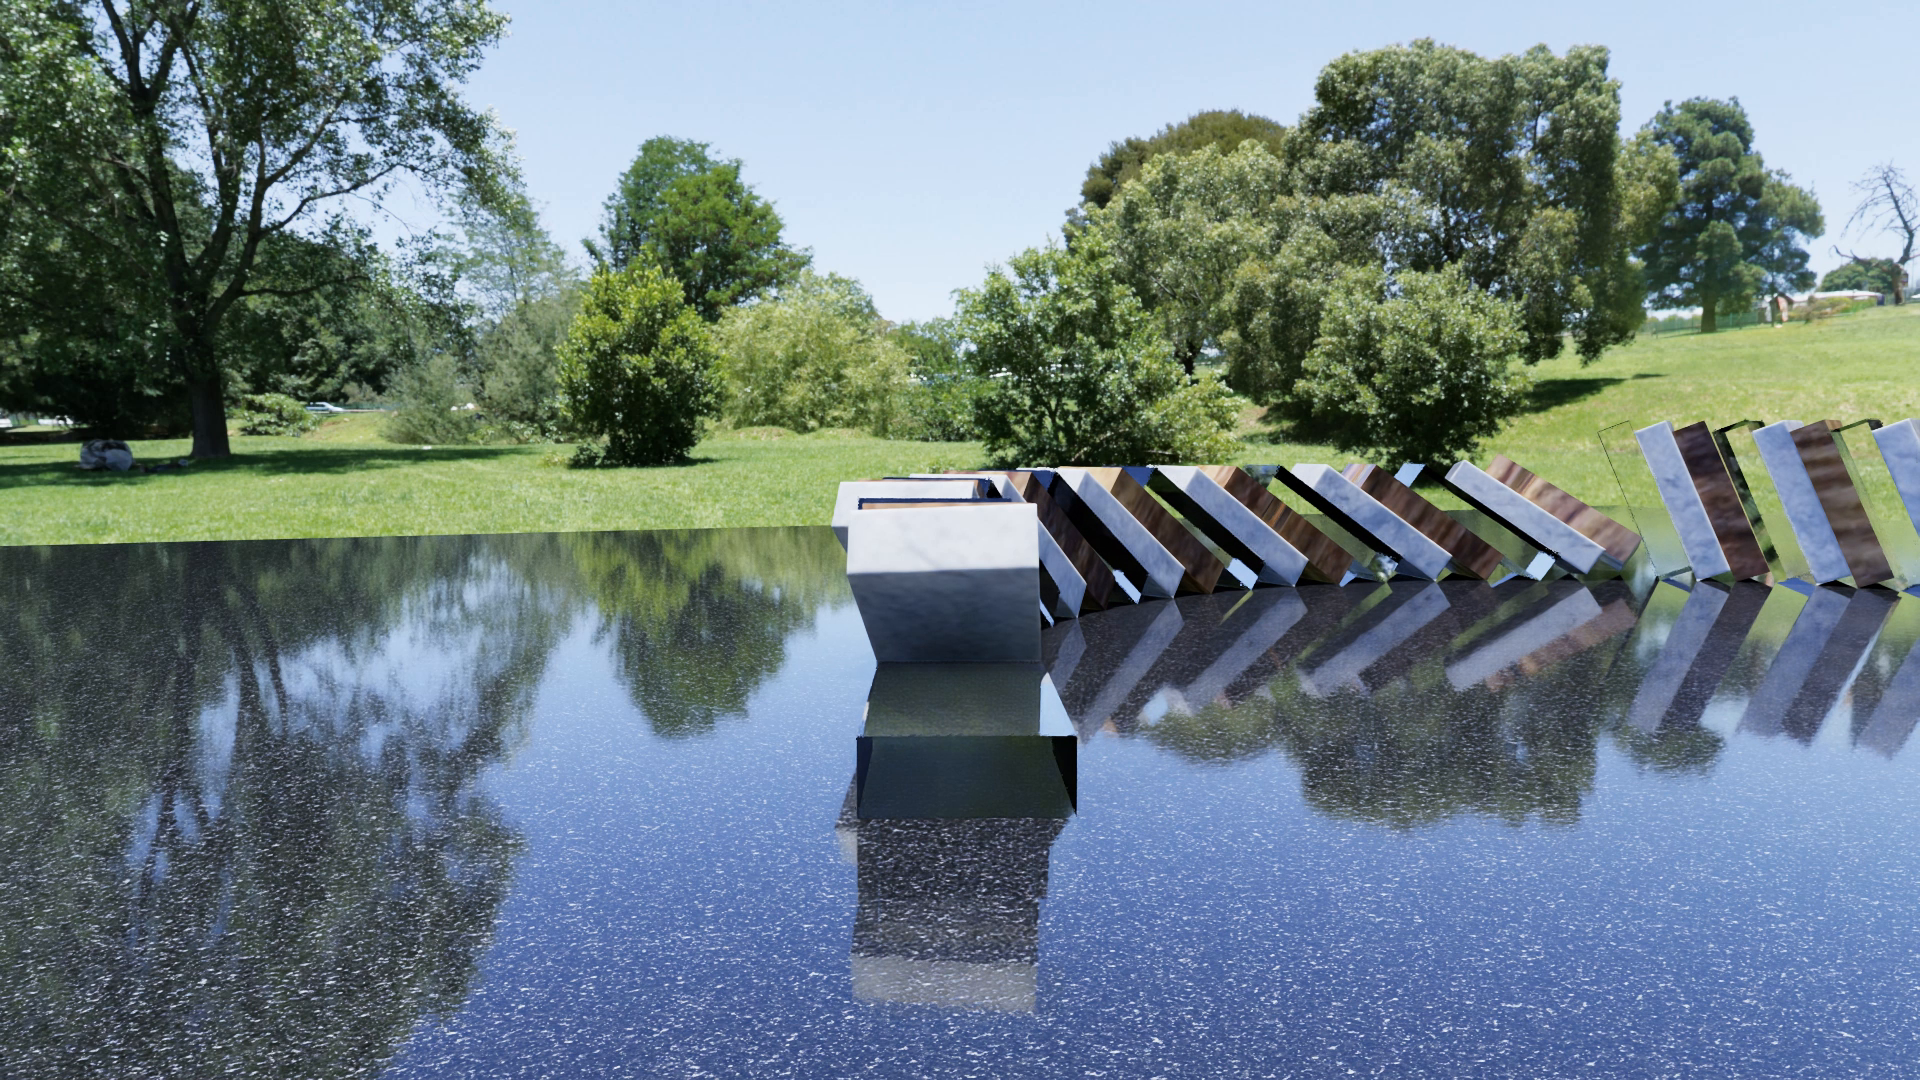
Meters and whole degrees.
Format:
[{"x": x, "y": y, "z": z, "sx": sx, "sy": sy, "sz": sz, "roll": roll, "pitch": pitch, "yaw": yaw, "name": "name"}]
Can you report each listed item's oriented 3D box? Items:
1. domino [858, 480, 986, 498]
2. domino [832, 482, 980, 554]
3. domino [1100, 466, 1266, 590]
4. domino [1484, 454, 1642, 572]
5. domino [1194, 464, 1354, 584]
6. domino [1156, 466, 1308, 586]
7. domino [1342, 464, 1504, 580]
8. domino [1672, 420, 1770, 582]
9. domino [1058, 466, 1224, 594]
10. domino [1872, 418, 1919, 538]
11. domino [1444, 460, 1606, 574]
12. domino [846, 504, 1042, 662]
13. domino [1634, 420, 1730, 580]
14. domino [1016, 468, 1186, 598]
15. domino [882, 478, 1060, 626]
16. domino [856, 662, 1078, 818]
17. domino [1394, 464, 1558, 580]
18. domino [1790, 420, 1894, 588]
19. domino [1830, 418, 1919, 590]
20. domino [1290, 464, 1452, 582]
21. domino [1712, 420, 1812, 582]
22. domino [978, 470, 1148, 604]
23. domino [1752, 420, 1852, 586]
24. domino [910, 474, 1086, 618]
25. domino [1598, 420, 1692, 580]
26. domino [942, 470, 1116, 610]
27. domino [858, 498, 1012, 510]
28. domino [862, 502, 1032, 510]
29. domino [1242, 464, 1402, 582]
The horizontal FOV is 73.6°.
[{"x": -0.002, "y": 0.005, "z": 0.268, "sx": 0.025, "sy": 0.009, "sz": 0.050, "roll": 1, "pitch": -29, "yaw": 19, "name": "domino"}, {"x": -0.005, "y": 0.006, "z": 0.250, "sx": 0.025, "sy": 0.009, "sz": 0.050, "roll": 1, "pitch": -29, "yaw": 14, "name": "domino"}, {"x": 0.063, "y": -0.004, "z": 0.375, "sx": 0.050, "sy": 0.009, "sz": 0.025, "roll": 37, "pitch": -14, "yaw": -27, "name": "domino"}, {"x": 0.196, "y": -0.009, "z": 0.420, "sx": 0.050, "sy": 0.009, "sz": 0.025, "roll": 38, "pitch": 8, "yaw": 25, "name": "domino"}, {"x": 0.094, "y": -0.005, "z": 0.394, "sx": 0.050, "sy": 0.010, "sz": 0.025, "roll": 35, "pitch": -7, "yaw": -18, "name": "domino"}, {"x": 0.078, "y": -0.004, "z": 0.385, "sx": 0.050, "sy": 0.009, "sz": 0.025, "roll": 36, "pitch": -12, "yaw": -24, "name": "domino"}, {"x": 0.146, "y": -0.006, "z": 0.410, "sx": 0.050, "sy": 0.009, "sz": 0.025, "roll": 34, "pitch": 2, "yaw": -5, "name": "domino"}, {"x": 0.242, "y": -0.013, "z": 0.407, "sx": 0.009, "sy": 0.050, "sz": 0.025, "roll": -24, "pitch": -10, "yaw": 34, "name": "domino"}, {"x": 0.050, "y": -0.003, "z": 0.363, "sx": 0.050, "sy": 0.009, "sz": 0.025, "roll": 39, "pitch": -19, "yaw": -33, "name": "domino"}, {"x": 0.284, "y": -0.010, "z": 0.375, "sx": 0.025, "sy": 0.050, "sz": 0.010, "roll": -5, "pitch": -16, "yaw": -46, "name": "domino"}, {"x": 0.181, "y": -0.007, "z": 0.415, "sx": 0.050, "sy": 0.009, "sz": 0.025, "roll": 36, "pitch": 8, "yaw": 12, "name": "domino"}, {"x": -0.001, "y": 0.011, "z": 0.191, "sx": 0.025, "sy": 0.009, "sz": 0.050, "roll": -2, "pitch": -26, "yaw": 3, "name": "domino"}, {"x": 0.231, "y": -0.013, "z": 0.410, "sx": 0.009, "sy": 0.050, "sz": 0.025, "roll": -24, "pitch": -9, "yaw": 31, "name": "domino"}, {"x": 0.037, "y": -0.002, "z": 0.350, "sx": 0.025, "sy": 0.009, "sz": 0.050, "roll": 5, "pitch": -28, "yaw": 48, "name": "domino"}, {"x": 0.003, "y": 0.003, "z": 0.286, "sx": 0.025, "sy": 0.009, "sz": 0.050, "roll": 2, "pitch": -29, "yaw": 24, "name": "domino"}, {"x": 0.000, "y": 0.025, "z": 0.170, "sx": 0.025, "sy": 0.009, "sz": 0.050, "roll": 0, "pitch": 4, "yaw": -1, "name": "domino"}, {"x": 0.164, "y": -0.006, "z": 0.412, "sx": 0.050, "sy": 0.009, "sz": 0.025, "roll": 35, "pitch": 6, "yaw": 1, "name": "domino"}, {"x": 0.270, "y": -0.012, "z": 0.390, "sx": 0.025, "sy": 0.050, "sz": 0.010, "roll": -5, "pitch": -16, "yaw": -46, "name": "domino"}, {"x": 0.277, "y": -0.011, "z": 0.383, "sx": 0.025, "sy": 0.050, "sz": 0.009, "roll": -5, "pitch": -16, "yaw": -46, "name": "domino"}, {"x": 0.128, "y": -0.006, "z": 0.407, "sx": 0.050, "sy": 0.009, "sz": 0.025, "roll": 34, "pitch": -1, "yaw": -8, "name": "domino"}, {"x": 0.254, "y": -0.013, "z": 0.403, "sx": 0.025, "sy": 0.050, "sz": 0.010, "roll": -5, "pitch": -16, "yaw": -46, "name": "domino"}, {"x": 0.026, "y": -0.001, "z": 0.335, "sx": 0.025, "sy": 0.009, "sz": 0.050, "roll": 4, "pitch": -29, "yaw": 42, "name": "domino"}, {"x": 0.263, "y": -0.012, "z": 0.397, "sx": 0.025, "sy": 0.050, "sz": 0.009, "roll": -5, "pitch": -16, "yaw": -46, "name": "domino"}, {"x": 0.009, "y": 0.002, "z": 0.303, "sx": 0.025, "sy": 0.009, "sz": 0.050, "roll": 3, "pitch": -29, "yaw": 31, "name": "domino"}, {"x": 0.219, "y": -0.013, "z": 0.411, "sx": 0.010, "sy": 0.050, "sz": 0.025, "roll": -23, "pitch": -7, "yaw": 27, "name": "domino"}, {"x": 0.017, "y": 0.001, "z": 0.320, "sx": 0.025, "sy": 0.010, "sz": 0.050, "roll": 3, "pitch": -29, "yaw": 35, "name": "domino"}, {"x": -0.003, "y": 0.009, "z": 0.229, "sx": 0.025, "sy": 0.009, "sz": 0.050, "roll": 0, "pitch": -26, "yaw": 3, "name": "domino"}, {"x": -0.001, "y": 0.010, "z": 0.210, "sx": 0.025, "sy": 0.009, "sz": 0.050, "roll": 0, "pitch": -26, "yaw": 1, "name": "domino"}, {"x": 0.111, "y": -0.006, "z": 0.401, "sx": 0.050, "sy": 0.009, "sz": 0.025, "roll": 34, "pitch": -4, "yaw": -13, "name": "domino"}]
